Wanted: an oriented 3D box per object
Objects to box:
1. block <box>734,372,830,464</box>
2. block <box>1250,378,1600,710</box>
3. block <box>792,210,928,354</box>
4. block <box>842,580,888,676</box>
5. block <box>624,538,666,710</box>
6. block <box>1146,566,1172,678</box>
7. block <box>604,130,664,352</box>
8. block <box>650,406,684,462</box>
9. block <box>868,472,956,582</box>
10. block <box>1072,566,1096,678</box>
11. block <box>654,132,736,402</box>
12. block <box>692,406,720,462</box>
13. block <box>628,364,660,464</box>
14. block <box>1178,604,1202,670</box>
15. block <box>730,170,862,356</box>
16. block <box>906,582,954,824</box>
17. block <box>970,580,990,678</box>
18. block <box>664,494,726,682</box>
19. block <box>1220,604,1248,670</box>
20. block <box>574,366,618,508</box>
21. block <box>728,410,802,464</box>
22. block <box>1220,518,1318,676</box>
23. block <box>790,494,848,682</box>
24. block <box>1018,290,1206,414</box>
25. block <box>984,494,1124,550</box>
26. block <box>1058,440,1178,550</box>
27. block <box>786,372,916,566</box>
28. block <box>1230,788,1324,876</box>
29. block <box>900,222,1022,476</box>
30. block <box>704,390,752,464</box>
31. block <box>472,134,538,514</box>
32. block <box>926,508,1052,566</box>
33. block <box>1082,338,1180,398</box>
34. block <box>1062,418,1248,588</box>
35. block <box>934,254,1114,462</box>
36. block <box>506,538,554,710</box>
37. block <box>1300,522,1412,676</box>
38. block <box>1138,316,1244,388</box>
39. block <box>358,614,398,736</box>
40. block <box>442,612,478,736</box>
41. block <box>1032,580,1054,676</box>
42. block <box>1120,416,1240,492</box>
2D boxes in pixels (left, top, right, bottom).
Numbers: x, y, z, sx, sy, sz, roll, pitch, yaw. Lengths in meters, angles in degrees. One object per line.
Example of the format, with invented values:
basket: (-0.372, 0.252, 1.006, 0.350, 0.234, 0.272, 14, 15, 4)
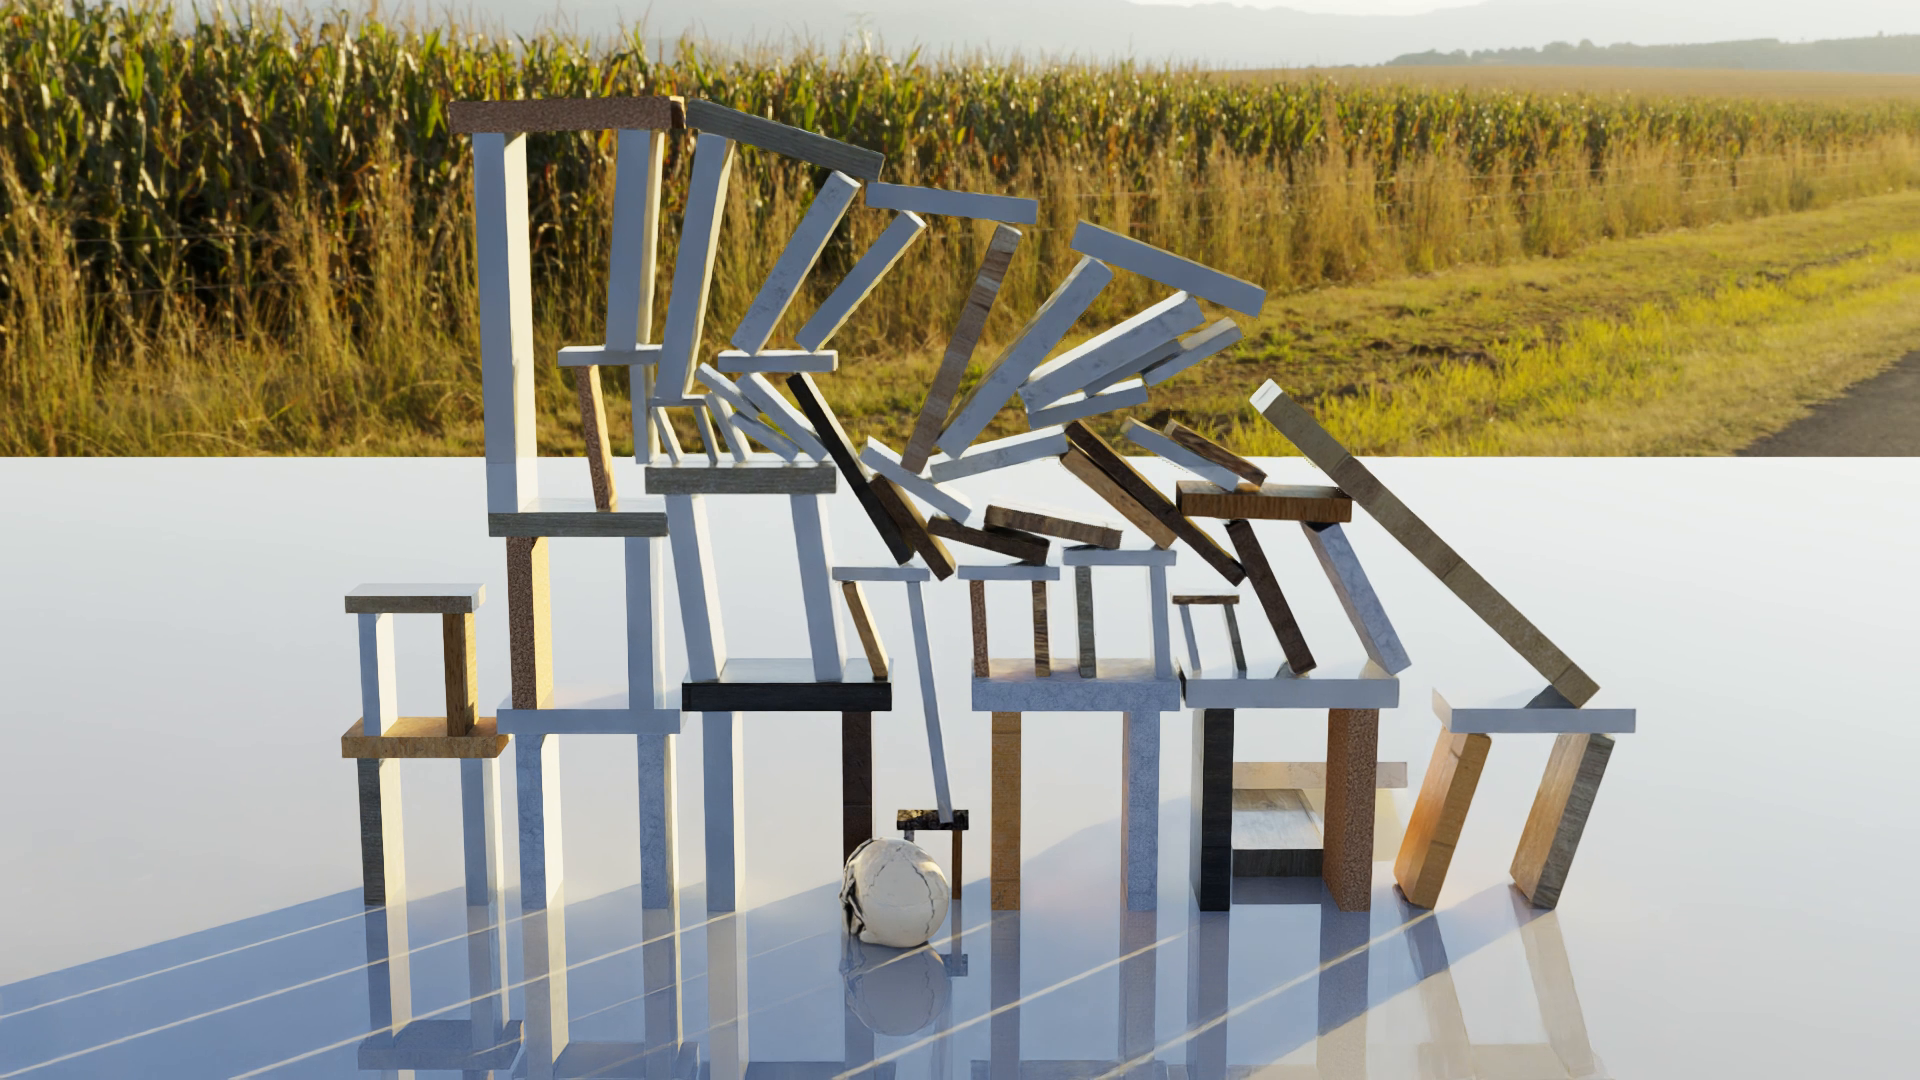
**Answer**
block: (-0.281, -0.200, 3.522, 0.183, 0.026, 0.091, 44, 8, -6)
block: (0.750, 0.003, 3.568, 0.706, 0.049, 0.175, 42, 8, -7)
block: (-0.157, -0.410, 3.486, 0.037, 0.264, 0.132, 41, 9, -3)
block: (-0.154, 0.137, 3.583, 0.022, 0.158, 0.079, -19, 10, 3)
block: (-0.512, 0.121, 3.578, 0.040, 0.282, 0.141, 0, 11, 0)
block: (0.323, 0.124, 3.583, 0.026, 0.182, 0.091, -4, 10, 1)
block: (-0.513, -0.475, 3.471, 0.048, 0.338, 0.169, 5, 11, -1)
block: (-0.471, -0.172, 3.528, 0.013, 0.091, 0.045, -21, 9, 7)
block: (-0.076, -0.027, 3.549, 0.028, 0.196, 0.098, -36, 7, 7)
block: (0.202, 0.124, 3.583, 0.026, 0.182, 0.091, -4, 10, 1)
block: (-0.420, -0.434, 3.484, 0.044, 0.414, 0.154, 11, 10, -3)
block: (-0.406, -0.173, 3.528, 0.013, 0.091, 0.045, -16, 10, 3)
block: (-0.505, -0.206, 3.521, 0.023, 0.159, 0.080, -2, 11, 5)
block: (0.373, 0.152, 3.588, 0.015, 0.108, 0.054, -12, 10, 2)
block: (-0.260, -0.440, 3.490, 0.044, 0.309, 0.154, 32, 10, -5)
block: (-0.048, 0.258, 3.602, 0.022, 0.405, 0.079, -7, 11, 1)
block: (0.032, 0.134, 3.581, 0.023, 0.164, 0.082, -3, 10, 1)
block: (-0.428, 0.064, 3.570, 0.043, 0.301, 0.151, -7, 10, 1)
block: (0.446, 0.153, 3.587, 0.015, 0.108, 0.054, -14, 11, 1)
block: (-0.584, -0.170, 3.529, 0.023, 0.228, 0.080, -7, 10, 1)
block: (-0.312, -0.168, 3.522, 0.120, 0.017, 0.060, 34, 13, -4)
block: (0.497, 0.081, 3.566, 0.038, 0.268, 0.134, -26, 9, 5)
block: (-0.229, 0.063, 3.574, 0.043, 0.301, 0.151, -7, 10, 2)
block: (0.236, -0.300, 3.503, 0.310, 0.044, 0.155, -28, 9, 5)
block: (0.153, -0.030, 3.575, 0.221, 0.031, 0.111, 11, 10, 2)
block: (0.255, -0.074, 3.552, 0.221, 0.031, 0.111, 40, 8, -6)
block: (-0.174, -0.119, 3.535, 0.026, 0.347, 0.091, -31, 7, 6)
block: (0.550, 0.518, 3.919, 0.175, 0.049, 0.349, 0, 11, -1)
block: (0.000, -0.305, 3.487, 0.037, 0.407, 0.132, 22, 10, -3)
block: (-0.370, -0.184, 3.519, 0.017, 0.120, 0.060, -24, 7, 9)
block: (-0.721, -0.347, 3.496, 0.048, 0.589, 0.169, 0, 11, 0)
block: (0.047, -0.007, 3.544, 0.196, 0.028, 0.098, 16, 11, 3)
block: (0.270, -0.281, 3.508, 0.167, 0.024, 0.084, -28, 9, 5)
block: (0.313, -0.066, 3.547, 0.375, 0.027, 0.096, 42, 8, -6)
block: (0.100, -0.295, 3.510, 0.044, 0.382, 0.155, 40, 9, -6)
block: (-0.699, 0.121, 3.578, 0.040, 0.282, 0.141, 0, 11, 0)
block: (0.640, 0.083, 3.571, 0.038, 0.268, 0.134, -29, 12, 0)
block: (0.366, -0.301, 3.516, 0.167, 0.024, 0.084, -28, 14, 4)
block: (-0.952, 0.209, 3.595, 0.029, 0.203, 0.102, 0, 11, 0)
block: (-0.816, 0.209, 3.595, 0.029, 0.203, 0.102, 0, 11, 0)
block: (0.135, 0.133, 3.584, 0.023, 0.164, 0.082, -1, 10, 8)
block: (0.352, -0.139, 3.522, 0.192, 0.027, 0.096, 27, 8, -7)
